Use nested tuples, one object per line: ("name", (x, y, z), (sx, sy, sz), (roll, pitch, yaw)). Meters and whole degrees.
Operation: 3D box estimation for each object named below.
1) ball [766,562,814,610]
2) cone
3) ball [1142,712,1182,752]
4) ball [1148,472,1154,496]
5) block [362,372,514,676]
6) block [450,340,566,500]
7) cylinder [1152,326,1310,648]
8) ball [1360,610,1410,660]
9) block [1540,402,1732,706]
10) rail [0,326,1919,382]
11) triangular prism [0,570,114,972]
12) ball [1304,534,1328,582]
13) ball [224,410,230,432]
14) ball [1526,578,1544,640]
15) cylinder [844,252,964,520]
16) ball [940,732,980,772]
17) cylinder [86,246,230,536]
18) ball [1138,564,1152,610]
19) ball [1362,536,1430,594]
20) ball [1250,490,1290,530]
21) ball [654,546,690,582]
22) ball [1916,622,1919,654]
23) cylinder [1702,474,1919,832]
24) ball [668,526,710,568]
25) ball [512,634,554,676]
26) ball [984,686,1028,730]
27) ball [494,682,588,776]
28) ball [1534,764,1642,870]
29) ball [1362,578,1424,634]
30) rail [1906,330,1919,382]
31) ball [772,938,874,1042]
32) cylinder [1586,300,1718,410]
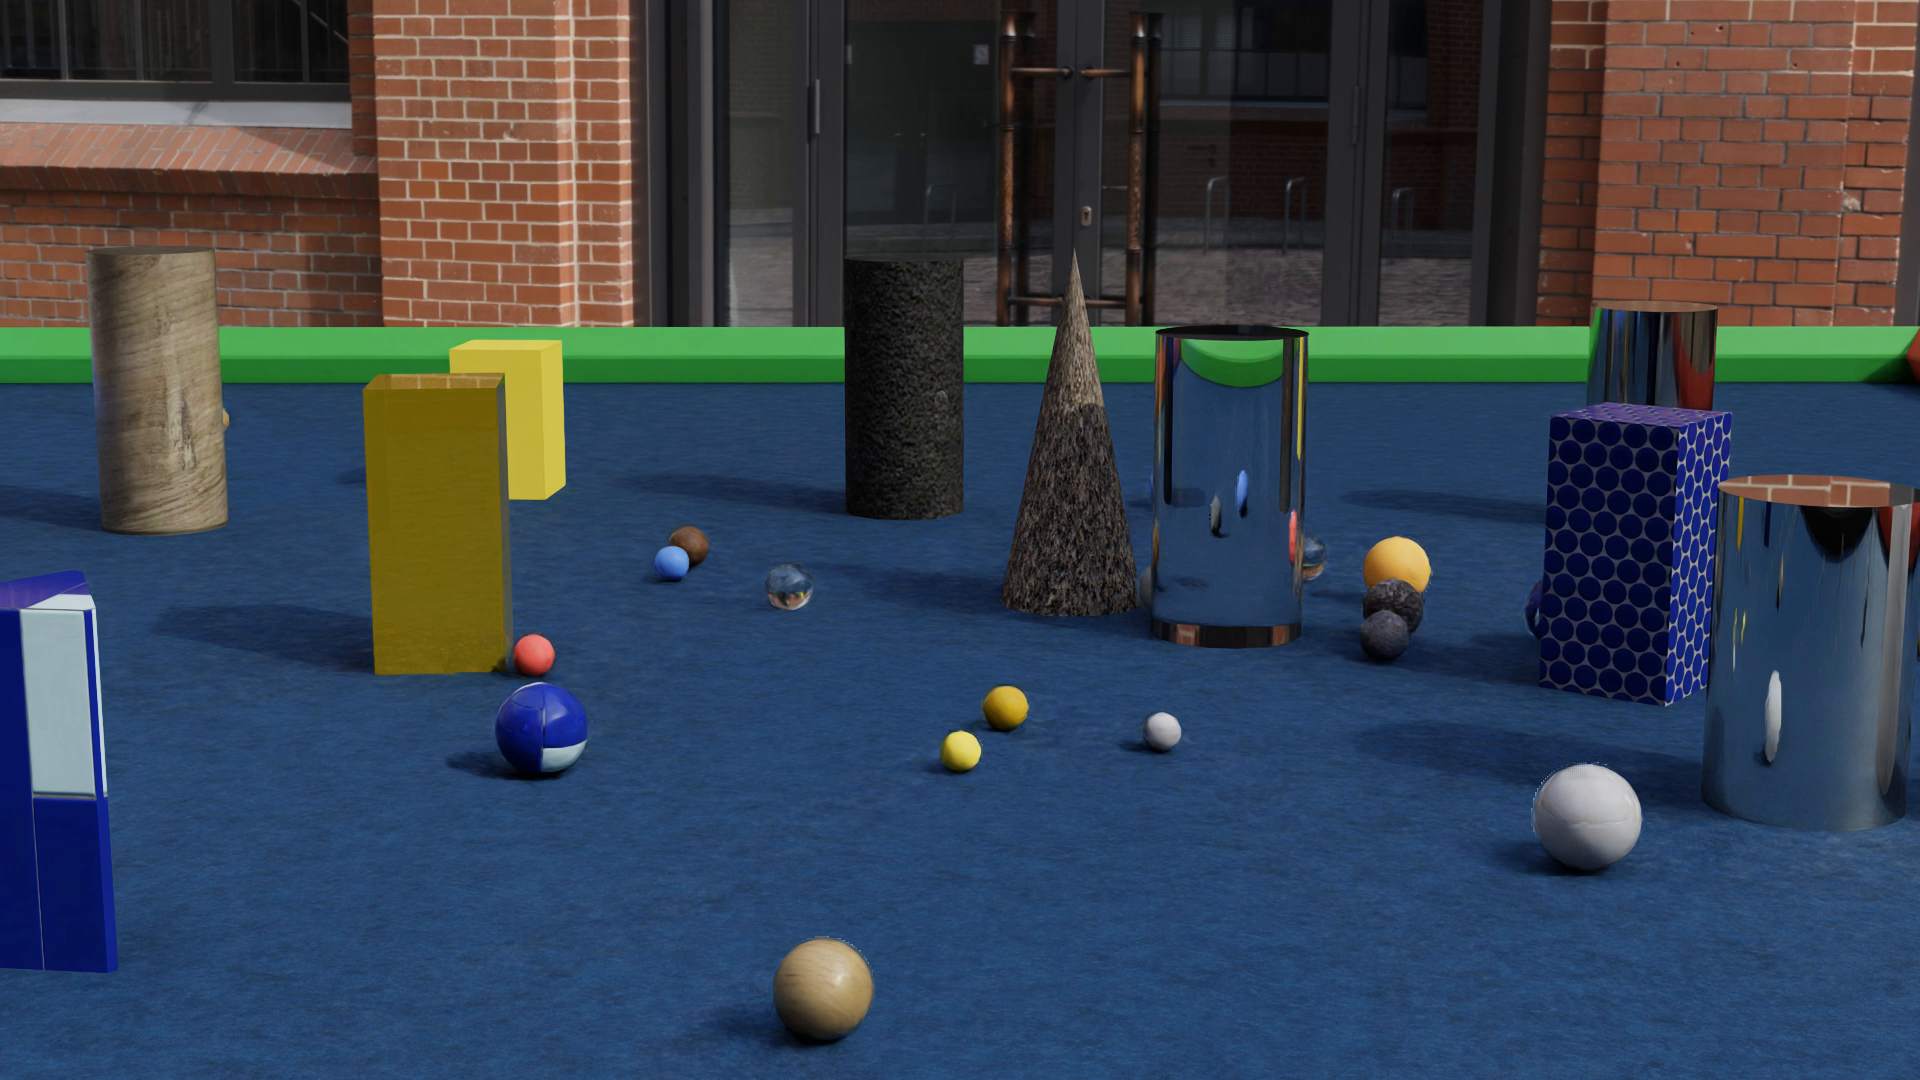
("ball", (-0.230, 0.063, 3.460), (0.065, 0.065, 0.065), (0, 11, 0))
("cone", (0.153, -0.155, 3.479), (0.195, 0.486, 0.195), (0, 11, 0))
("ball", (0.217, 0.206, 2.754), (0.041, 0.041, 0.041), (0, 11, 0))
("ball", (0.351, -0.090, 4.260), (0.074, 0.074, 0.074), (0, 11, 0))
("block", (-0.638, -0.023, 3.151), (0.156, 0.347, 0.156), (-1, 11, -6))
("block", (-0.775, -0.208, 4.404), (0.156, 0.254, 0.156), (1, 11, 4))
("cylinder", (0.346, -0.072, 3.299), (0.195, 0.390, 0.195), (0, 11, 0))
("ball", (0.526, 0.118, 3.173), (0.062, 0.062, 0.062), (0, 11, 0))
("block", (0.796, 0.012, 3.025), (0.156, 0.324, 0.156), (8, 13, 37))
("rail", (-0.014, -0.425, 5.915), (4.478, 0.127, 0.045), (0, 11, 0))
("triangular prism", (-0.762, 0.187, 2.141), (0.169, 0.302, 0.146), (1, 11, 7))
("ball", (0.491, 0.025, 3.659), (0.068, 0.068, 0.068), (0, 11, 0))
("ball", (-1.478, -0.236, 5.071), (0.066, 0.066, 0.066), (0, 11, 0))
("ball", (0.761, 0.089, 3.230), (0.098, 0.098, 0.098), (0, 11, 0))
("cylinder", (-0.091, -0.255, 4.209), (0.195, 0.417, 0.195), (0, 11, 0))
("ball", (0.000, 0.220, 2.673), (0.043, 0.043, 0.043), (0, 11, 0))
("cylinder", (-1.271, -0.240, 4.068), (0.195, 0.438, 0.195), (0, 11, 0))
("ball", (0.273, 0.064, 3.439), (0.071, 0.071, 0.071), (0, 11, 0))
("ball", (0.596, 0.041, 3.505), (0.091, 0.091, 0.091), (0, 11, 0))
("ball", (0.491, -0.047, 4.063), (0.062, 0.062, 0.062), (0, 11, 0))
("ball", (-0.411, 0.033, 3.658), (0.051, 0.051, 0.051), (0, 11, 0))
("ball", (1.190, 0.121, 3.202), (0.046, 0.046, 0.046), (0, 11, 0))
("cylinder", (0.841, 0.107, 2.535), (0.195, 0.316, 0.195), (0, 11, 0))
("ball", (-0.398, 0.010, 3.758), (0.060, 0.060, 0.060), (0, 11, 0))
("ball", (-0.514, 0.139, 3.089), (0.051, 0.051, 0.051), (0, 11, 0))
("ball", (0.051, 0.186, 2.841), (0.050, 0.050, 0.050), (0, 11, 0))
("ball", (-0.434, 0.196, 2.660), (0.096, 0.096, 0.096), (0, 11, 0))
("ball", (0.574, 0.253, 2.347), (0.097, 0.097, 0.097), (0, 11, 0))
("ball", (0.555, 0.089, 3.287), (0.078, 0.078, 0.078), (0, 11, 0))
("rail", (2.215, 0.030, 3.462), (0.045, 0.127, 5.064), (0, 11, 0))
("ball", (-0.104, 0.340, 1.938), (0.076, 0.076, 0.076), (0, 11, 0))
("cylinder", (1.095, -0.197, 4.079), (0.195, 0.350, 0.195), (0, 11, 0))
